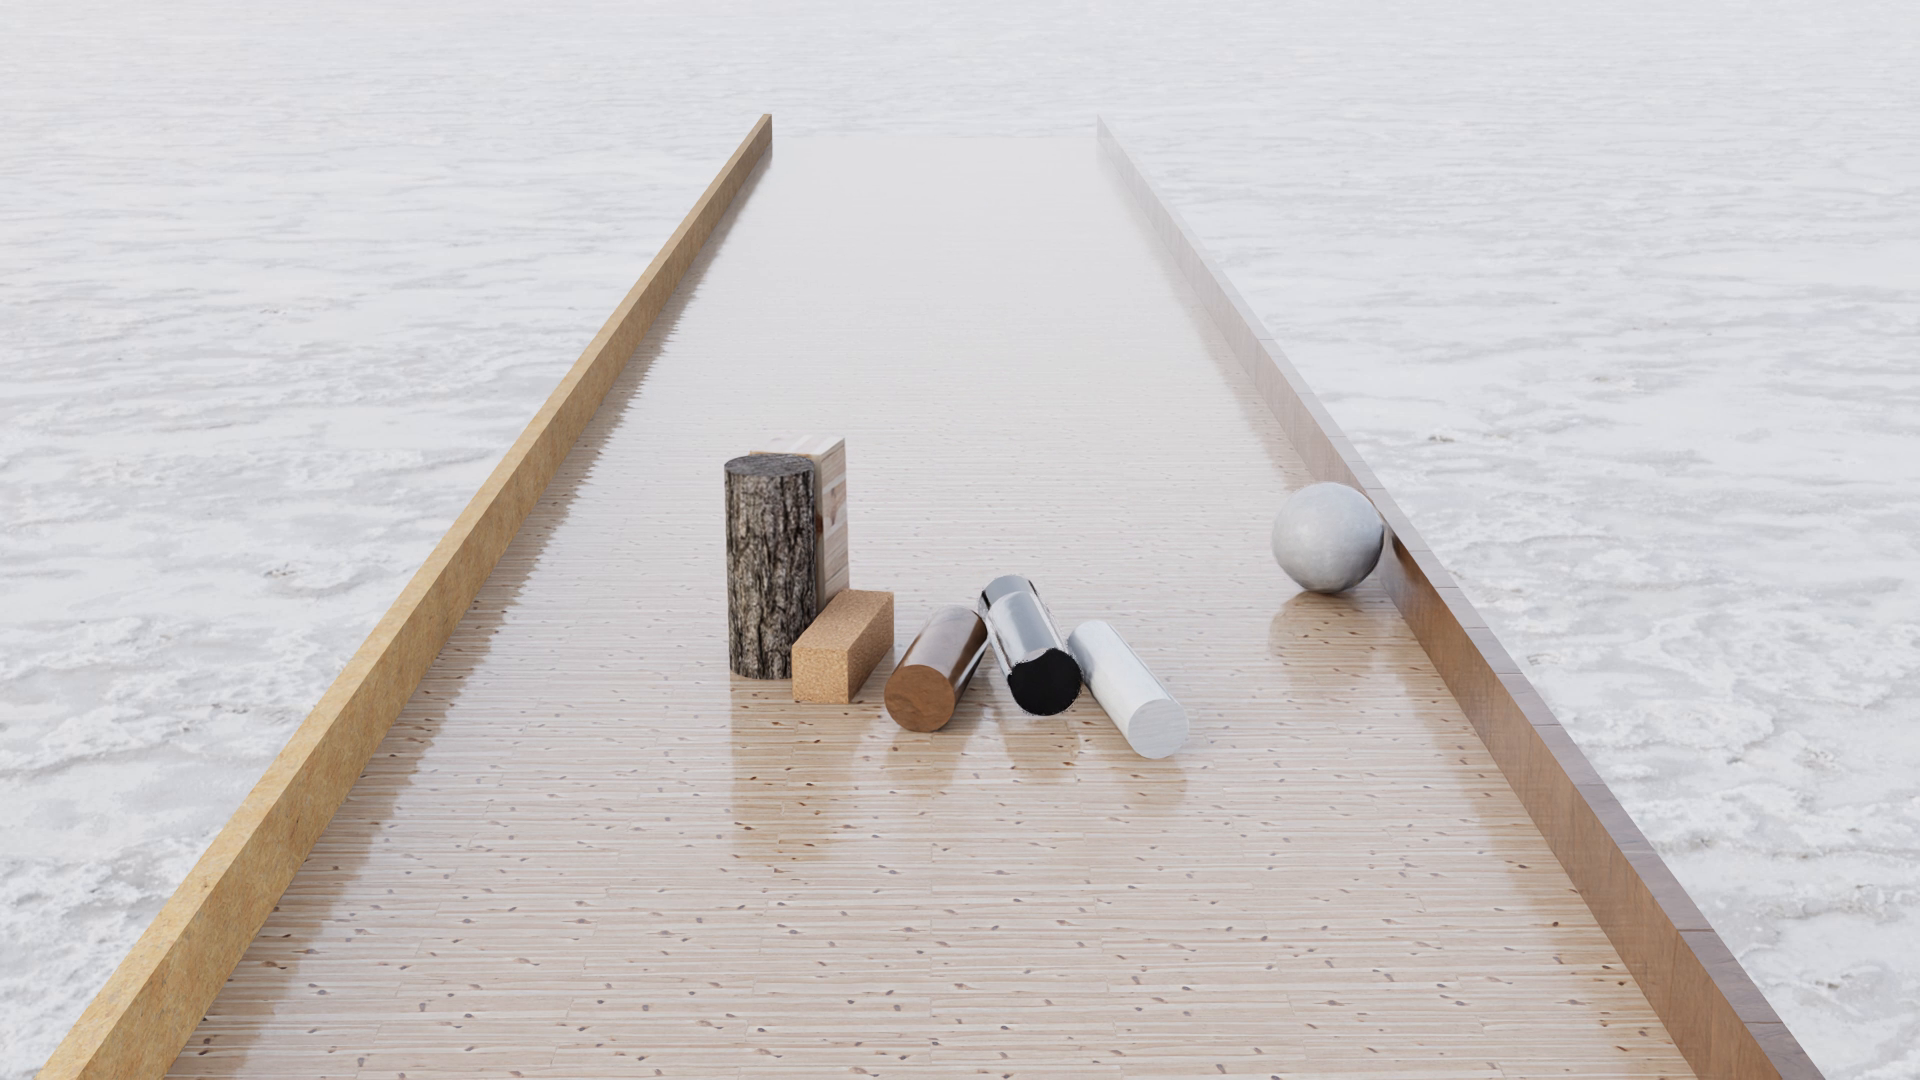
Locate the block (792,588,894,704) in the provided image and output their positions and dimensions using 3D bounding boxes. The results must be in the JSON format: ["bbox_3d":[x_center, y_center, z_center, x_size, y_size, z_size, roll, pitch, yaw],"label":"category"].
[{"bbox_3d":[-0.227,0.206,4.341,0.109,0.109,0.365,4,17,12],"label":"block"}]

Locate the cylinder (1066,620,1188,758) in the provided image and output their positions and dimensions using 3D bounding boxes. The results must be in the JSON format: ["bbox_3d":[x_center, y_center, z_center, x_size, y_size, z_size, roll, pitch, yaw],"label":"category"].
[{"bbox_3d":[0.307,0.273,4.108,0.114,0.114,0.442,-3,17,-11],"label":"cylinder"}]

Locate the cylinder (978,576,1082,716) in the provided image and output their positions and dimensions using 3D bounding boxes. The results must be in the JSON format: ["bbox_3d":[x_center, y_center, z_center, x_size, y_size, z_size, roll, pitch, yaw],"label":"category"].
[{"bbox_3d":[0.132,0.201,4.317,0.135,0.135,0.456,-2,17,-7],"label":"cylinder"}]

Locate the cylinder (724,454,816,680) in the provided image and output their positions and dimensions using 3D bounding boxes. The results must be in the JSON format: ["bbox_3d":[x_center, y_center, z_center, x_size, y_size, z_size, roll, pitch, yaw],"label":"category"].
[{"bbox_3d":[-0.371,0.051,4.329,0.175,0.412,0.175,0,17,0],"label":"cylinder"}]

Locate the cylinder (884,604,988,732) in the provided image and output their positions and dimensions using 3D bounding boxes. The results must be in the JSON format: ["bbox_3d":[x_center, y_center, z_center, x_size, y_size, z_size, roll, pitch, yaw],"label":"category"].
[{"bbox_3d":[-0.041,0.240,4.186,0.133,0.133,0.353,3,17,10],"label":"cylinder"}]

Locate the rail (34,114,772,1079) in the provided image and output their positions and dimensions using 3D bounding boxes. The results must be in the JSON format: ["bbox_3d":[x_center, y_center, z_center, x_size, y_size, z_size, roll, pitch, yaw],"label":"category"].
[{"bbox_3d":[-1.118,-0.838,7.780,0.050,0.150,12.000,0,17,-1],"label":"rail"}]

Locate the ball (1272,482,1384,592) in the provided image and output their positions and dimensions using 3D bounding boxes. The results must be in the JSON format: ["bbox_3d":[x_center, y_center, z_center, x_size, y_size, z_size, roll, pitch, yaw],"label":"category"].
[{"bbox_3d":[0.806,-0.005,4.819,0.242,0.242,0.242,0,17,0],"label":"ball"}]

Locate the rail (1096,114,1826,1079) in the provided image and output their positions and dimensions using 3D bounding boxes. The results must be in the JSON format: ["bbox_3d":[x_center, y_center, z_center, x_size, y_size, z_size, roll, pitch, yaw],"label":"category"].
[{"bbox_3d":[0.932,-0.844,7.801,0.050,0.150,12.000,0,17,-1],"label":"rail"}]

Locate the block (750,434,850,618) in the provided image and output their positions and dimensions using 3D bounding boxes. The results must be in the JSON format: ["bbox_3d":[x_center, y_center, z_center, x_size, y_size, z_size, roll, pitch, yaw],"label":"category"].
[{"bbox_3d":[-0.324,0.004,4.483,0.151,0.413,0.151,4,17,15],"label":"block"}]
